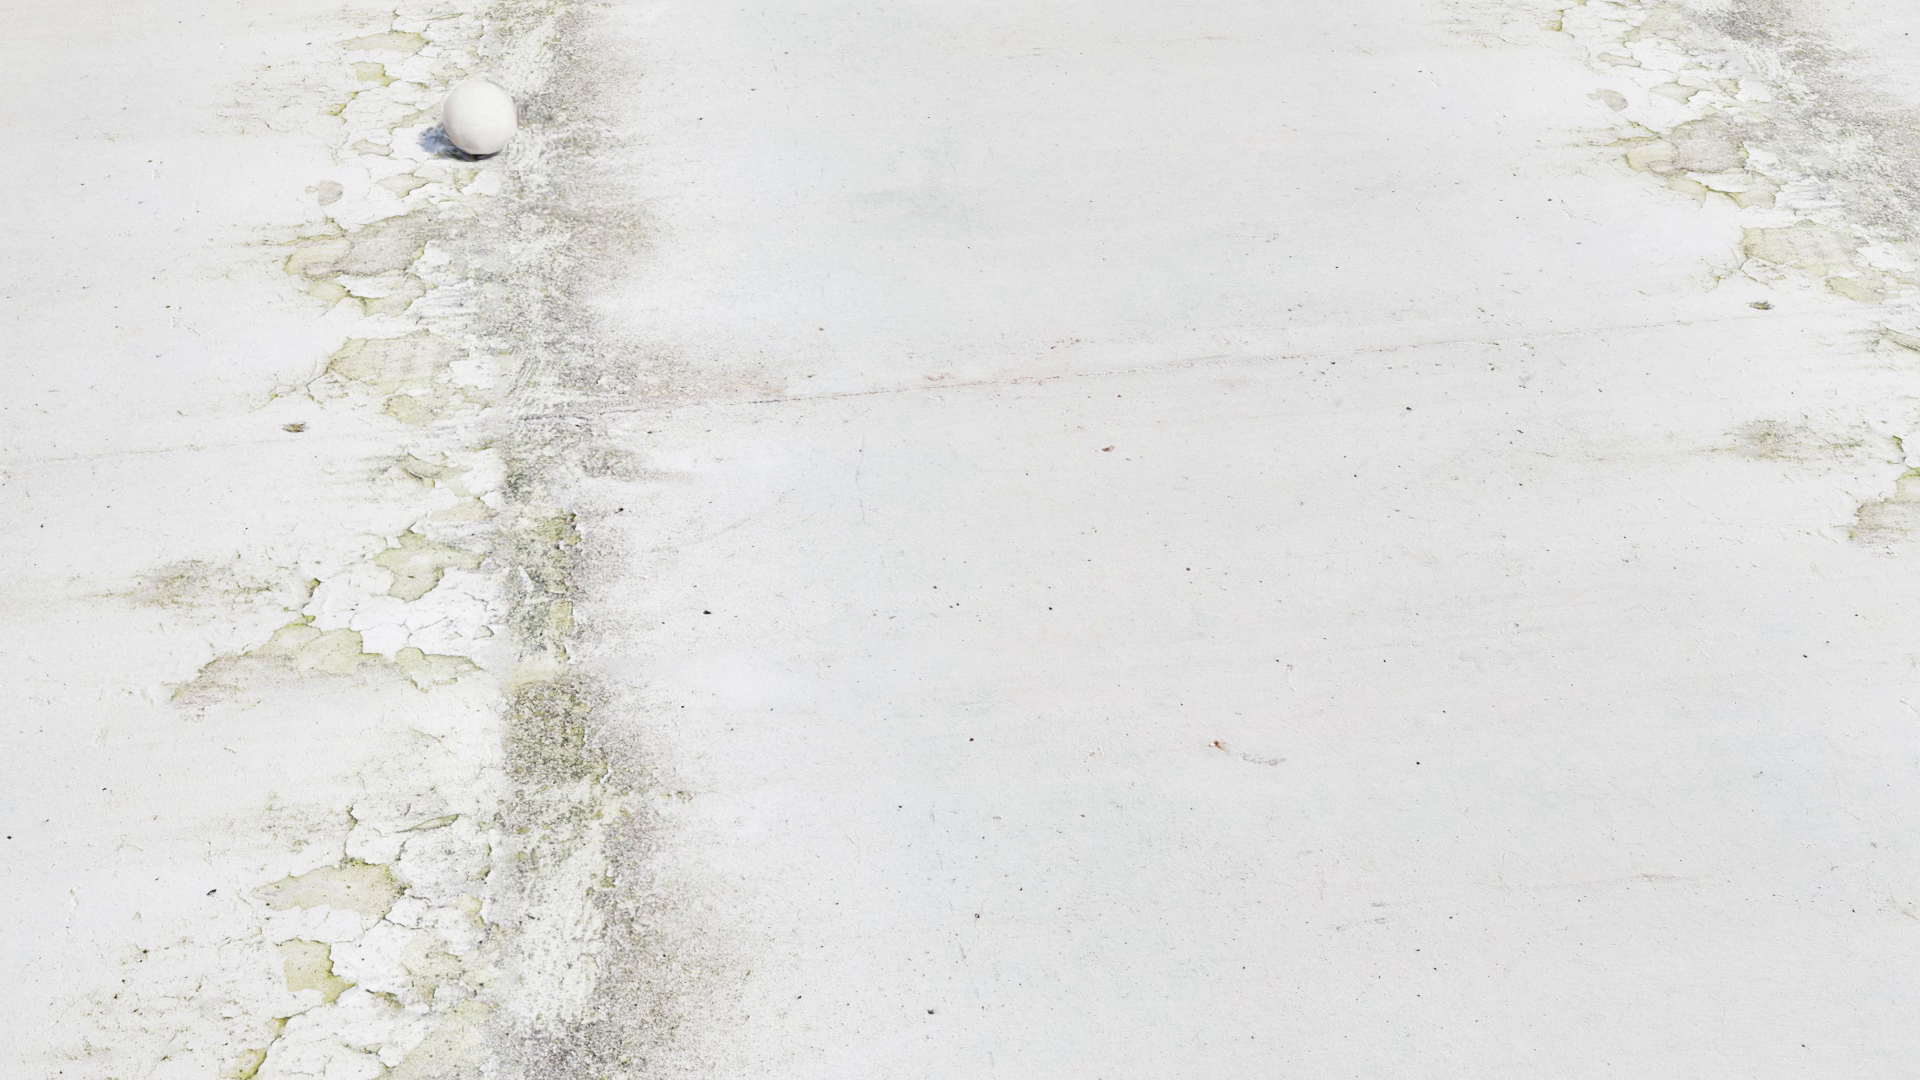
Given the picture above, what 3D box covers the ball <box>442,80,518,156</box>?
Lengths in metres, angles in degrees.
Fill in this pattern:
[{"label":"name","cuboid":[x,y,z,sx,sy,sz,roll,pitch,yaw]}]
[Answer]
[{"label":"ball","cuboid":[-0.365,-0.321,1.949,0.056,0.056,0.056,0,37,0]}]
